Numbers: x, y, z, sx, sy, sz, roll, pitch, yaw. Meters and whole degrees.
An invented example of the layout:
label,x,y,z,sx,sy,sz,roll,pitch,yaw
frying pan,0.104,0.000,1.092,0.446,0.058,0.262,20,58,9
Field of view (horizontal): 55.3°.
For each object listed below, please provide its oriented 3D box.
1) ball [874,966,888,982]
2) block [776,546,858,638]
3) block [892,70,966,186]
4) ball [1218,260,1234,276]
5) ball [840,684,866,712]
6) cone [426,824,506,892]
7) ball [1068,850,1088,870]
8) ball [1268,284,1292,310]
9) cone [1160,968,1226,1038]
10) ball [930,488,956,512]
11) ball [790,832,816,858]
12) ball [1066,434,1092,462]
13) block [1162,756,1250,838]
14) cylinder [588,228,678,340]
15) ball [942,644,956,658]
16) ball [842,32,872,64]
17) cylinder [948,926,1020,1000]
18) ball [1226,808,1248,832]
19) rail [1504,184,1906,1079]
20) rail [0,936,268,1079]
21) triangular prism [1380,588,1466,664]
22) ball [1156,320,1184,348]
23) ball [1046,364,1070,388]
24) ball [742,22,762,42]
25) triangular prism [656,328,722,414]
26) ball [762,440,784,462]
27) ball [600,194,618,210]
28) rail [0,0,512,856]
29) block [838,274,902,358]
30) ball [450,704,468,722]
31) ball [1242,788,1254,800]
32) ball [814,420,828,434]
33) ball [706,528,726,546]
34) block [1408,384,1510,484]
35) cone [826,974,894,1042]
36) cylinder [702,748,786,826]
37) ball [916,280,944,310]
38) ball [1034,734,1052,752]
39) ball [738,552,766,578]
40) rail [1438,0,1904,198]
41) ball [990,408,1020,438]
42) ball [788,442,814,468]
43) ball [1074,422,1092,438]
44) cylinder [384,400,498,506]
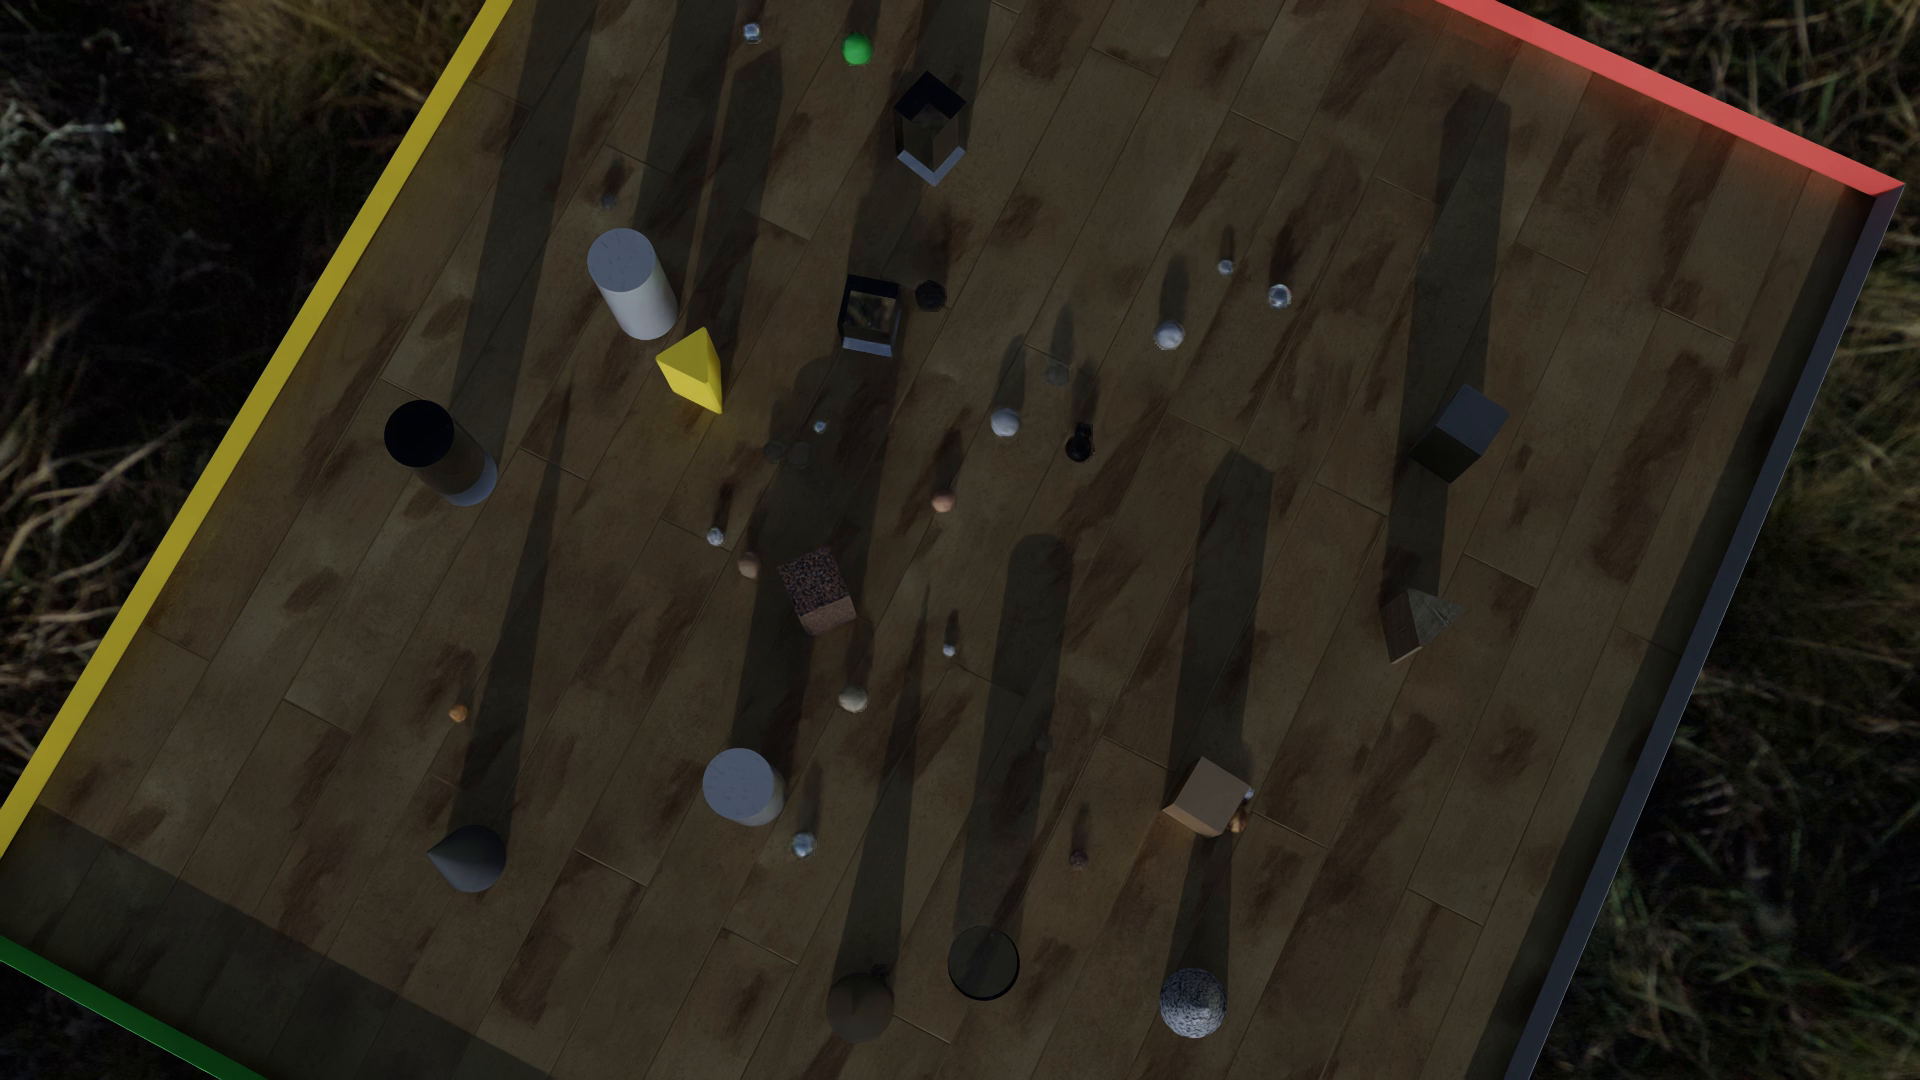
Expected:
label,x,y,z,sx,sy,sz,roll,pitch,yaw
ball,-0.229,1.263,5.334,0.042,0.042,0.042,0,78,0
block,-0.416,0.156,5.382,0.158,0.396,0.158,-23,79,-5
block,-0.091,-1.272,5.691,0.158,0.370,0.158,40,81,8
ball,0.835,-0.858,5.768,0.051,0.051,0.051,0,78,0
ball,-0.320,0.471,5.477,0.082,0.082,0.082,0,78,0
cone,-1.442,0.893,5.182,0.198,0.489,0.198,0,78,0
ball,0.349,0.941,5.392,0.059,0.059,0.059,0,78,0
ball,1.000,-0.761,5.735,0.077,0.077,0.077,0,78,0
cone,0.679,1.313,5.169,0.198,0.345,0.198,0,78,0
ball,-0.052,-0.122,5.603,0.076,0.076,0.076,0,78,0
ball,-0.460,0.896,5.392,0.077,0.077,0.077,0,78,0
ball,0.364,-0.281,5.618,0.083,0.083,0.083,0,78,0
block,0.709,0.748,5.306,0.158,0.306,0.158,32,80,6
cylinder,-0.985,-0.769,5.548,0.198,0.446,0.198,0,78,0
ball,-0.033,0.332,5.526,0.042,0.042,0.042,0,78,0
ball,-0.332,-1.580,5.893,0.099,0.099,0.099,0,78,0
cylinder,0.065,1.194,5.182,0.198,0.367,0.198,0,78,0
ball,0.812,0.825,5.408,0.075,0.075,0.075,0,78,0
rail,1.888,0.931,5.357,0.045,0.129,4.660,26,80,5
rail,-1.031,2.027,5.130,4.268,0.129,0.045,26,80,5
triangular prism,1.325,0.230,5.388,0.171,0.355,0.149,-39,81,-7
ball,0.653,-0.640,5.703,0.090,0.090,0.090,0,78,0
ball,0.303,-0.510,5.684,0.075,0.075,0.075,0,78,0
ball,-0.673,-1.641,5.924,0.065,0.065,0.065,0,78,0
triangular prism,-0.786,-0.529,5.556,0.171,0.332,0.149,26,80,5
ball,-0.572,-0.274,5.639,0.067,0.067,0.067,0,78,0
ball,-1.114,-1.071,5.811,0.053,0.053,0.053,0,78,0
rail,-1.888,-0.917,5.740,0.045,0.129,4.660,26,80,5
block,-0.276,-0.688,5.634,0.158,0.244,0.158,11,79,2
ball,-1.500,0.515,5.482,0.055,0.055,0.055,0,78,0
ball,0.846,0.750,5.437,0.047,0.047,0.047,0,78,0
ball,-0.431,-0.349,5.667,0.042,0.042,0.042,0,78,0
ball,-0.745,-0.011,5.590,0.056,0.056,0.056,0,78,0
block,1.493,-0.316,5.504,0.158,0.348,0.158,35,80,7
cone,-0.292,1.320,5.133,0.198,0.412,0.198,0,78,0
cylinder,-0.614,0.714,5.269,0.198,0.391,0.198,0,78,0
ball,-0.094,-0.763,5.727,0.093,0.093,0.093,0,78,0
ball,0.248,0.608,5.464,0.052,0.052,0.052,0,78,0
ball,-0.632,0.075,5.560,0.081,0.081,0.081,0,78,0
rail,1.031,-2.013,5.967,4.268,0.129,0.045,26,80,5
ball,0.140,-0.363,5.644,0.093,0.093,0.093,0,78,0
ball,-0.488,-0.263,5.629,0.081,0.081,0.081,0,78,0
ball,0.379,-0.335,5.658,0.054,0.054,0.054,0,78,0
cylinder,-1.527,-0.251,5.416,0.198,0.494,0.198,0,78,0
